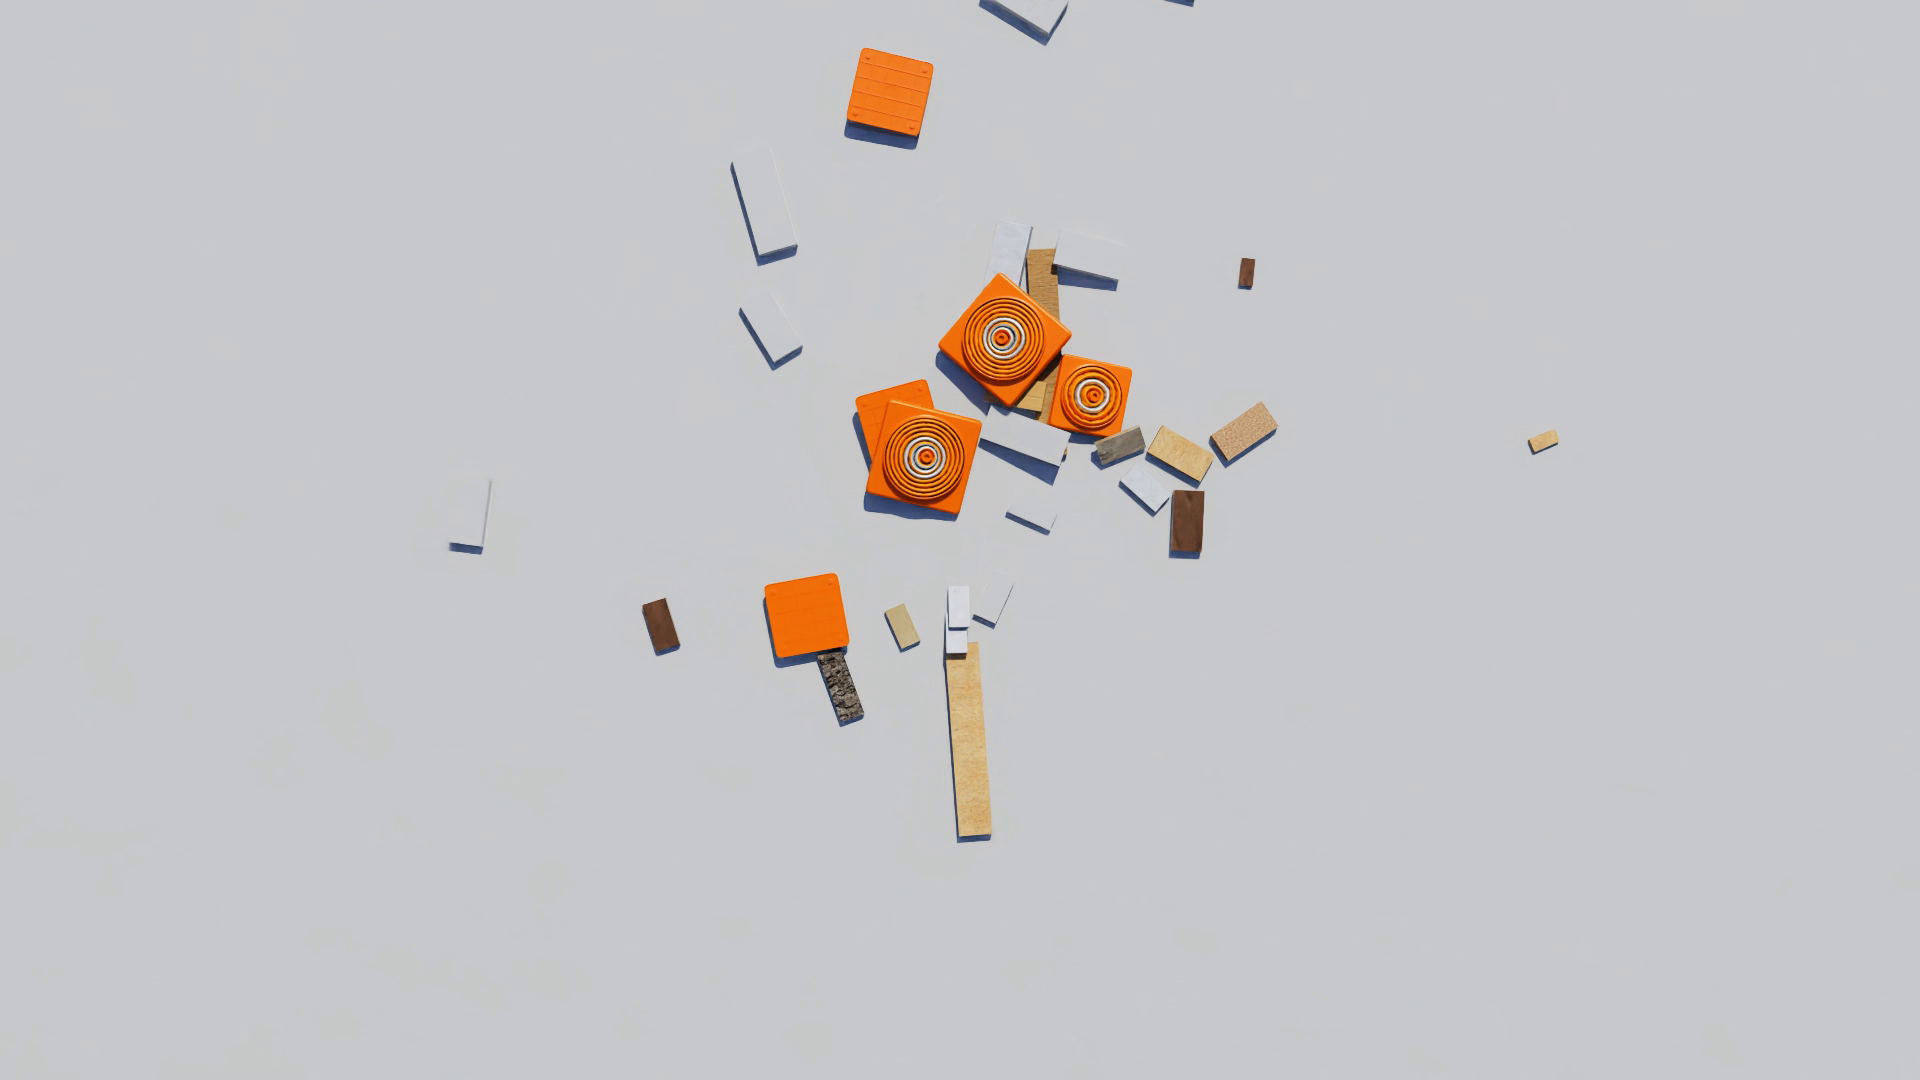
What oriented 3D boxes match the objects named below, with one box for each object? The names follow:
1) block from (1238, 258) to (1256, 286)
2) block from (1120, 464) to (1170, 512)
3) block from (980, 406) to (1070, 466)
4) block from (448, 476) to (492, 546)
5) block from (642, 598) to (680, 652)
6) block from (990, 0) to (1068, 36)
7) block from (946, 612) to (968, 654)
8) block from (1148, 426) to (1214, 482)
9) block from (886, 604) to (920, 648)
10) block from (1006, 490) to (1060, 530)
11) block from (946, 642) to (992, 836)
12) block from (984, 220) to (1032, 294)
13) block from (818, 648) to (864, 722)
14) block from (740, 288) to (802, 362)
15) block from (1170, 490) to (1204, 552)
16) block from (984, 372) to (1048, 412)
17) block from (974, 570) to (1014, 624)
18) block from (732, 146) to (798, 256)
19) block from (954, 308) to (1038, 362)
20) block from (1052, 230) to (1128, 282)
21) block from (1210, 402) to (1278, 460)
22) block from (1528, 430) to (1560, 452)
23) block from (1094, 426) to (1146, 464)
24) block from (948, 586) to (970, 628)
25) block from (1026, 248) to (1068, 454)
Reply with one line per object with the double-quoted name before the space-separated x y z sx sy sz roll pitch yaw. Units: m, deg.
"block" 0.956 -0.892 5.494 0.045 0.013 0.091 6 90 0
"block" 0.617 -0.175 5.489 0.157 0.022 0.078 42 90 0
"block" 0.217 -0.346 5.462 0.280 0.032 0.114 20 93 8
"block" -1.629 -0.096 5.484 0.111 0.031 0.221 8 90 0
"block" -0.994 0.281 5.489 0.081 0.023 0.161 -17 90 0
"block" 0.216 -1.803 5.481 0.262 0.037 0.131 31 90 0
"block" -0.011 0.309 5.470 0.068 0.019 0.137 -1 72 0
"block" 0.735 -0.287 5.486 0.202 0.029 0.101 30 90 0
"block" -0.190 0.285 5.490 0.068 0.019 0.137 -24 90 0
"block" 0.242 -0.100 5.489 0.157 0.022 0.078 24 90 0
"block" 0.029 0.661 5.484 0.111 0.031 0.635 -4 90 0
"block" 0.161 -0.936 5.470 0.114 0.032 0.229 12 90 15
"block" -0.397 0.481 5.489 0.081 0.023 0.235 -20 90 0
"block" -0.628 -0.714 5.484 0.111 0.031 0.221 -31 90 0
"block" 0.757 -0.064 5.486 0.101 0.029 0.202 2 90 0
"block" 0.185 -0.491 5.469 0.193 0.027 0.097 12 92 9
"block" 0.115 0.188 5.489 0.081 0.023 0.161 24 90 0
"block" -0.649 -1.127 5.481 0.131 0.037 0.339 -16 90 0
"block" 0.119 -0.678 5.466 0.262 0.037 0.131 11 92 6
"block" 0.429 -0.943 5.469 0.229 0.032 0.114 13 88 -6
"block" 0.946 -0.362 5.486 0.202 0.029 0.101 -34 90 0
"block" 1.945 -0.331 5.494 0.091 0.013 0.045 -23 90 0
"block" 0.532 -0.316 5.473 0.157 0.022 0.078 -22 116 0
"block" -0.003 0.223 5.473 0.068 0.019 0.137 -1 75 0
"block" 0.289 -0.624 5.486 0.097 0.027 0.685 -3 90 0
